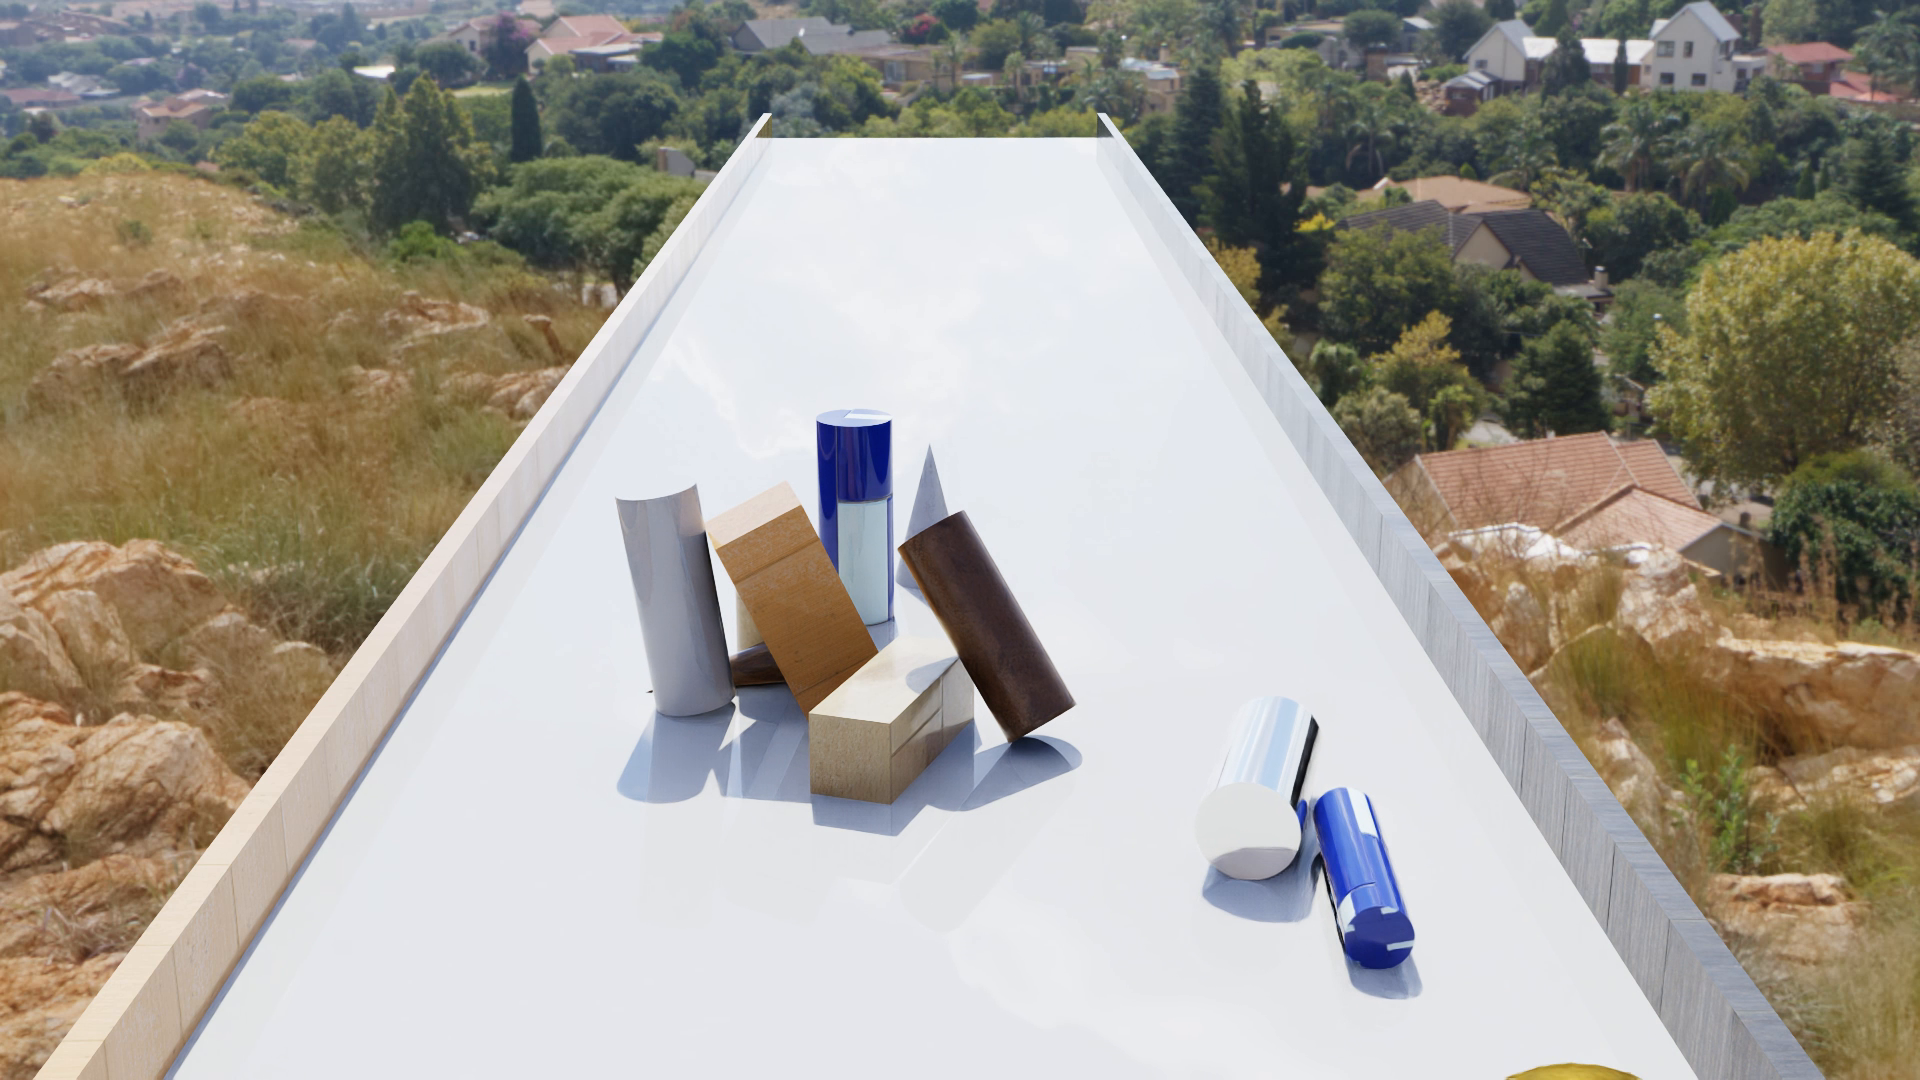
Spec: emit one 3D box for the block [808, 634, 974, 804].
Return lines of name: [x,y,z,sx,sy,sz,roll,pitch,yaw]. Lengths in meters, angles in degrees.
block: [-0.115,0.313,3.917,0.147,0.147,0.431,6,18,19]

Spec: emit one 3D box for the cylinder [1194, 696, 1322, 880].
cylinder: [0.492,0.399,3.595,0.165,0.165,0.388,4,17,13]

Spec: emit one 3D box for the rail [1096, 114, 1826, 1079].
rail: [0.932,-0.844,7.801,0.050,0.150,12.000,0,17,-1]

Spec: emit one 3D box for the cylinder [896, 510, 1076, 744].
cylinder: [0.048,0.157,3.978,0.143,0.406,0.143,-30,-4,-2]

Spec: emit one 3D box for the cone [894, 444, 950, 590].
cone: [-0.067,-0.065,4.890,0.162,0.316,0.162,0,17,0]

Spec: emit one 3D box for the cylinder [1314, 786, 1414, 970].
cylinder: [0.610,0.507,3.347,0.100,0.100,0.433,1,17,3]

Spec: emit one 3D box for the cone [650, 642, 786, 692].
cone: [-0.440,0.254,4.271,0.352,0.119,0.119,-14,19,-11]

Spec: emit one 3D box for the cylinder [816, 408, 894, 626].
cylinder: [-0.220,-0.047,4.628,0.160,0.432,0.160,0,17,0]

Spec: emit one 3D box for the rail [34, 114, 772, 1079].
rail: [-1.118,-0.838,7.780,0.050,0.150,12.000,0,17,-1]

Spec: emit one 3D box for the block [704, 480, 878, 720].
block: [-0.303,0.113,4.107,0.176,0.383,0.176,-28,21,-4]

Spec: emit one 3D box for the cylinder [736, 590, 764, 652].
cylinder: [-0.374,0.096,4.373,0.145,0.302,0.145,0,16,0]

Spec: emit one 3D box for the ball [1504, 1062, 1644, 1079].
ball: [0.643,0.708,2.271,0.327,0.327,0.327,0,17,0]

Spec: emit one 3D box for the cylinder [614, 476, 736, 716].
cylinder: [-0.530,0.104,4.106,0.153,0.423,0.153,-8,17,2]
